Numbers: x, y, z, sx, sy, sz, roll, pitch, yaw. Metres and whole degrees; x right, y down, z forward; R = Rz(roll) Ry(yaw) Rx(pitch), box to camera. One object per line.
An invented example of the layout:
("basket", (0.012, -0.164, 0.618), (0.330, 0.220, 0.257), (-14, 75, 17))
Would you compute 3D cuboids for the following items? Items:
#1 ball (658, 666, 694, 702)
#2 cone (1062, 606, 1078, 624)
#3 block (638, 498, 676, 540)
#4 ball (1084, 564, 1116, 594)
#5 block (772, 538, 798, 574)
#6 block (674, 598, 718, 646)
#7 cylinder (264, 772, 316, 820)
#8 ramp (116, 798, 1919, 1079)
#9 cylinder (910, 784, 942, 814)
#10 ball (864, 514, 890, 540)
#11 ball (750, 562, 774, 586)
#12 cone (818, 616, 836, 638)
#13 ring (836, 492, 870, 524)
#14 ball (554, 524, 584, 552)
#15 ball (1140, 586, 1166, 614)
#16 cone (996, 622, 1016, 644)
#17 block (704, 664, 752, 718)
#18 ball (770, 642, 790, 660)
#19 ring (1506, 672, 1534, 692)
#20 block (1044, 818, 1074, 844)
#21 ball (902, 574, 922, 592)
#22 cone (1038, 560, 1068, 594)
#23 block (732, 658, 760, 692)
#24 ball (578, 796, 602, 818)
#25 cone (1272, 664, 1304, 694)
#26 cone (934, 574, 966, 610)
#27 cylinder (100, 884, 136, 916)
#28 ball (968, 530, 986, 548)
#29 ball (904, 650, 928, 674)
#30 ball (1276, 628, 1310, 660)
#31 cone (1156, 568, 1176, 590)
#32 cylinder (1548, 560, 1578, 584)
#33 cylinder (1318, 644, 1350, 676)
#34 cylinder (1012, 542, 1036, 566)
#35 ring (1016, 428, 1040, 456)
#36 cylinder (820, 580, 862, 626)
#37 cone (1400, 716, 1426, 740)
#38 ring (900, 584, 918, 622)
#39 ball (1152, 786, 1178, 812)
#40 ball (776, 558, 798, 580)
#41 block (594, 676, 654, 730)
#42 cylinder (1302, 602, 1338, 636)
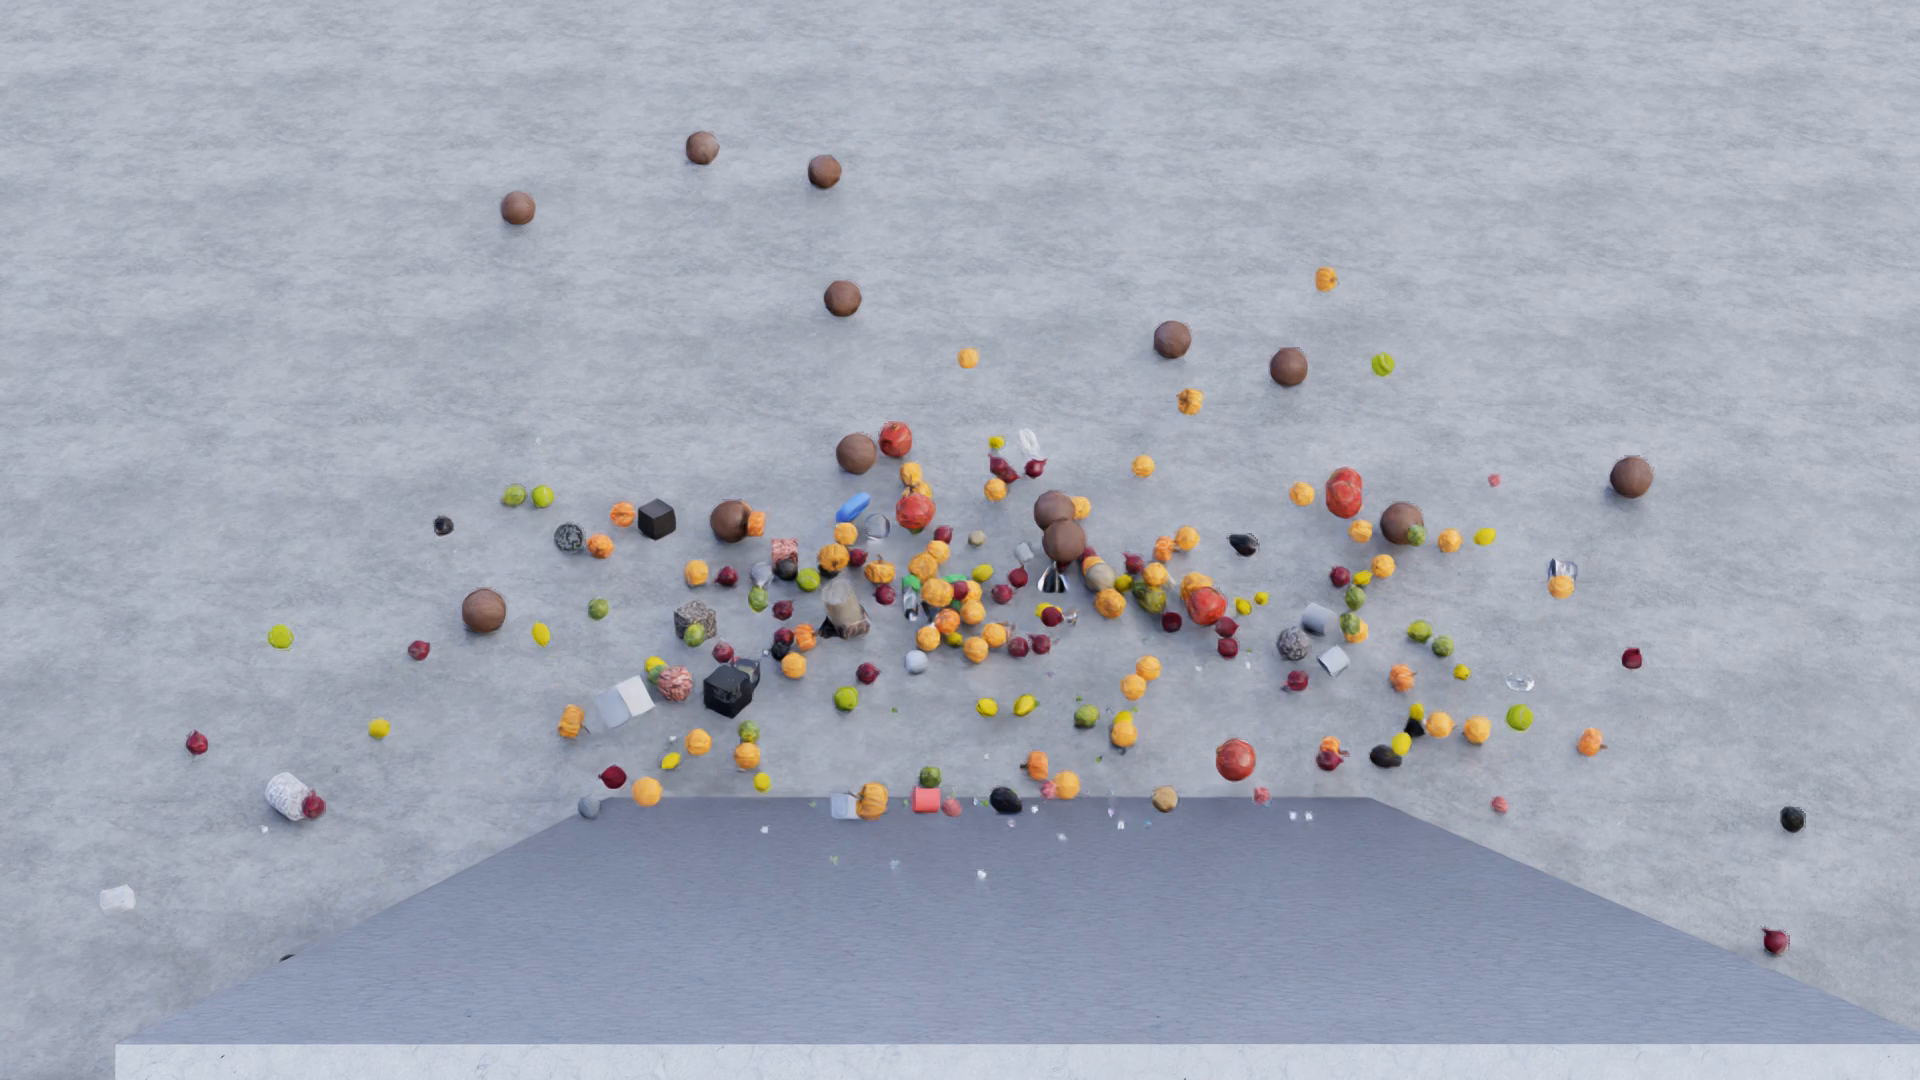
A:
("ball", (-0.798, 0.402, 7.281), (0.098, 0.098, 0.098), (0, 35, 0))
("cone", (0.328, 0.231, 7.569), (0.052, 0.052, 0.052), (-15, 45, 15))
("block", (-0.930, -0.063, 7.961), (0.081, 0.081, 0.081), (-29, 44, -35))
("ball", (0.415, 0.114, 7.692), (0.091, 0.091, 0.091), (0, 35, 0))
("block", (-0.524, 0.049, 7.806), (0.075, 0.075, 0.075), (-2, 35, -4))
("block", (-0.766, 0.239, 7.525), (0.086, 0.086, 0.086), (-29, 44, -35))
("cylinder", (-1.776, 0.680, 6.888), (0.094, 0.094, 0.094), (29, 44, 35))
("ramp", (0.077, 0.664, 4.834), (2.000, 0.100, 4.000), (0, -2, 0))
("cylinder", (-0.081, 0.625, 6.230), (0.058, 0.058, 0.058), (31, 36, -9))
("ball", (-0.254, -0.040, 7.927), (0.081, 0.081, 0.081), (0, 35, 0))
("ball", (-0.590, 0.101, 7.733), (0.073, 0.073, 0.073), (0, 35, 0))
("cone", (-0.386, 0.245, 7.542), (0.057, 0.057, 0.057), (0, 35, 0))
("ring", (-0.328, -0.098, 7.984), (0.042, 0.126, 0.126), (49, 50, 6))
("ball", (-1.185, -0.006, 7.866), (0.090, 0.090, 0.090), (0, 35, 0))
("ball", (0.566, 0.176, 7.619), (0.080, 0.080, 0.080), (0, 35, 0))
("cone", (0.136, 0.276, 7.523), (0.060, 0.060, 0.060), (-1, 62, -2))
("block", (-0.649, 0.422, 7.257), (0.094, 0.094, 0.094), (20, 40, 27))
("ball", (-0.514, 0.318, 7.438), (0.056, 0.056, 0.056), (0, 35, 0))
("ring", (1.586, 0.400, 7.348), (0.077, 0.026, 0.077), (-1, 35, 1))
("block", (0.205, 0.620, 5.404), (0.059, 0.059, 0.059), (2, 36, -1))
("ball", (-0.145, 0.133, 7.700), (0.058, 0.058, 0.058), (0, 35, 0))
("cone", (0.279, 0.095, 7.723), (0.093, 0.093, 0.093), (1, 34, -1))
("block", (-0.605, 0.381, 7.341), (0.064, 0.064, 0.064), (11, 36, 15))
("ball", (-0.869, 0.626, 6.090), (0.054, 0.054, 0.054), (0, 35, 0))
("cone", (0.919, 0.415, 7.322), (0.092, 0.092, 0.092), (2, 31, -1))
("cone", (-0.016, 0.167, 7.664), (0.097, 0.097, 0.097), (-10, 63, -14))
("cylinder", (-2.121, 0.907, 6.539), (0.063, 0.063, 0.063), (-15, 35, 5))
("ball", (0.052, -0.005, 7.901), (0.054, 0.054, 0.054), (0, 35, 0))
("ball", (-0.125, 0.346, 7.387), (0.068, 0.068, 0.068), (0, 35, 0))
("ball", (0.953, 0.297, 7.422), (0.095, 0.095, 0.095), (0, 35, 0))
("cone", (0.610, 0.107, 7.729), (0.061, 0.061, 0.061), (-3, 42, 3))
("cylinder", (1.796, 0.094, 7.739), (0.066, 0.066, 0.066), (5, 34, -9))
("cylinder", (1.060, 0.342, 7.363), (0.066, 0.066, 0.066), (-34, 42, -4))
("cylinder", (0.190, 0.040, 7.766), (0.052, 0.052, 0.052), (-26, 84, -32))
("ring", (0.211, -0.303, 8.071), (0.031, 0.093, 0.093), (-30, 22, 31))
("cylinder", (-0.341, 0.182, 7.449), (0.093, 0.093, 0.093), (-11, 42, 10))
("cone", (1.236, 0.532, 7.156), (0.065, 0.065, 0.065), (-39, 44, -6))
("ring", (-0.148, 0.184, 7.586), (0.036, 0.107, 0.107), (-3, 34, -16))
("ball", (0.496, 0.629, 6.300), (0.061, 0.061, 0.061), (0, 35, 0))
("ball", (-0.516, 0.089, 7.748), (0.066, 0.066, 0.066), (0, 35, 0))
("block", (-0.915, 0.443, 7.082), (0.097, 0.097, 0.097), (-29, -2, 35))
("cylinder", (1.044, 0.231, 7.545), (0.076, 0.076, 0.076), (26, 43, 32))
